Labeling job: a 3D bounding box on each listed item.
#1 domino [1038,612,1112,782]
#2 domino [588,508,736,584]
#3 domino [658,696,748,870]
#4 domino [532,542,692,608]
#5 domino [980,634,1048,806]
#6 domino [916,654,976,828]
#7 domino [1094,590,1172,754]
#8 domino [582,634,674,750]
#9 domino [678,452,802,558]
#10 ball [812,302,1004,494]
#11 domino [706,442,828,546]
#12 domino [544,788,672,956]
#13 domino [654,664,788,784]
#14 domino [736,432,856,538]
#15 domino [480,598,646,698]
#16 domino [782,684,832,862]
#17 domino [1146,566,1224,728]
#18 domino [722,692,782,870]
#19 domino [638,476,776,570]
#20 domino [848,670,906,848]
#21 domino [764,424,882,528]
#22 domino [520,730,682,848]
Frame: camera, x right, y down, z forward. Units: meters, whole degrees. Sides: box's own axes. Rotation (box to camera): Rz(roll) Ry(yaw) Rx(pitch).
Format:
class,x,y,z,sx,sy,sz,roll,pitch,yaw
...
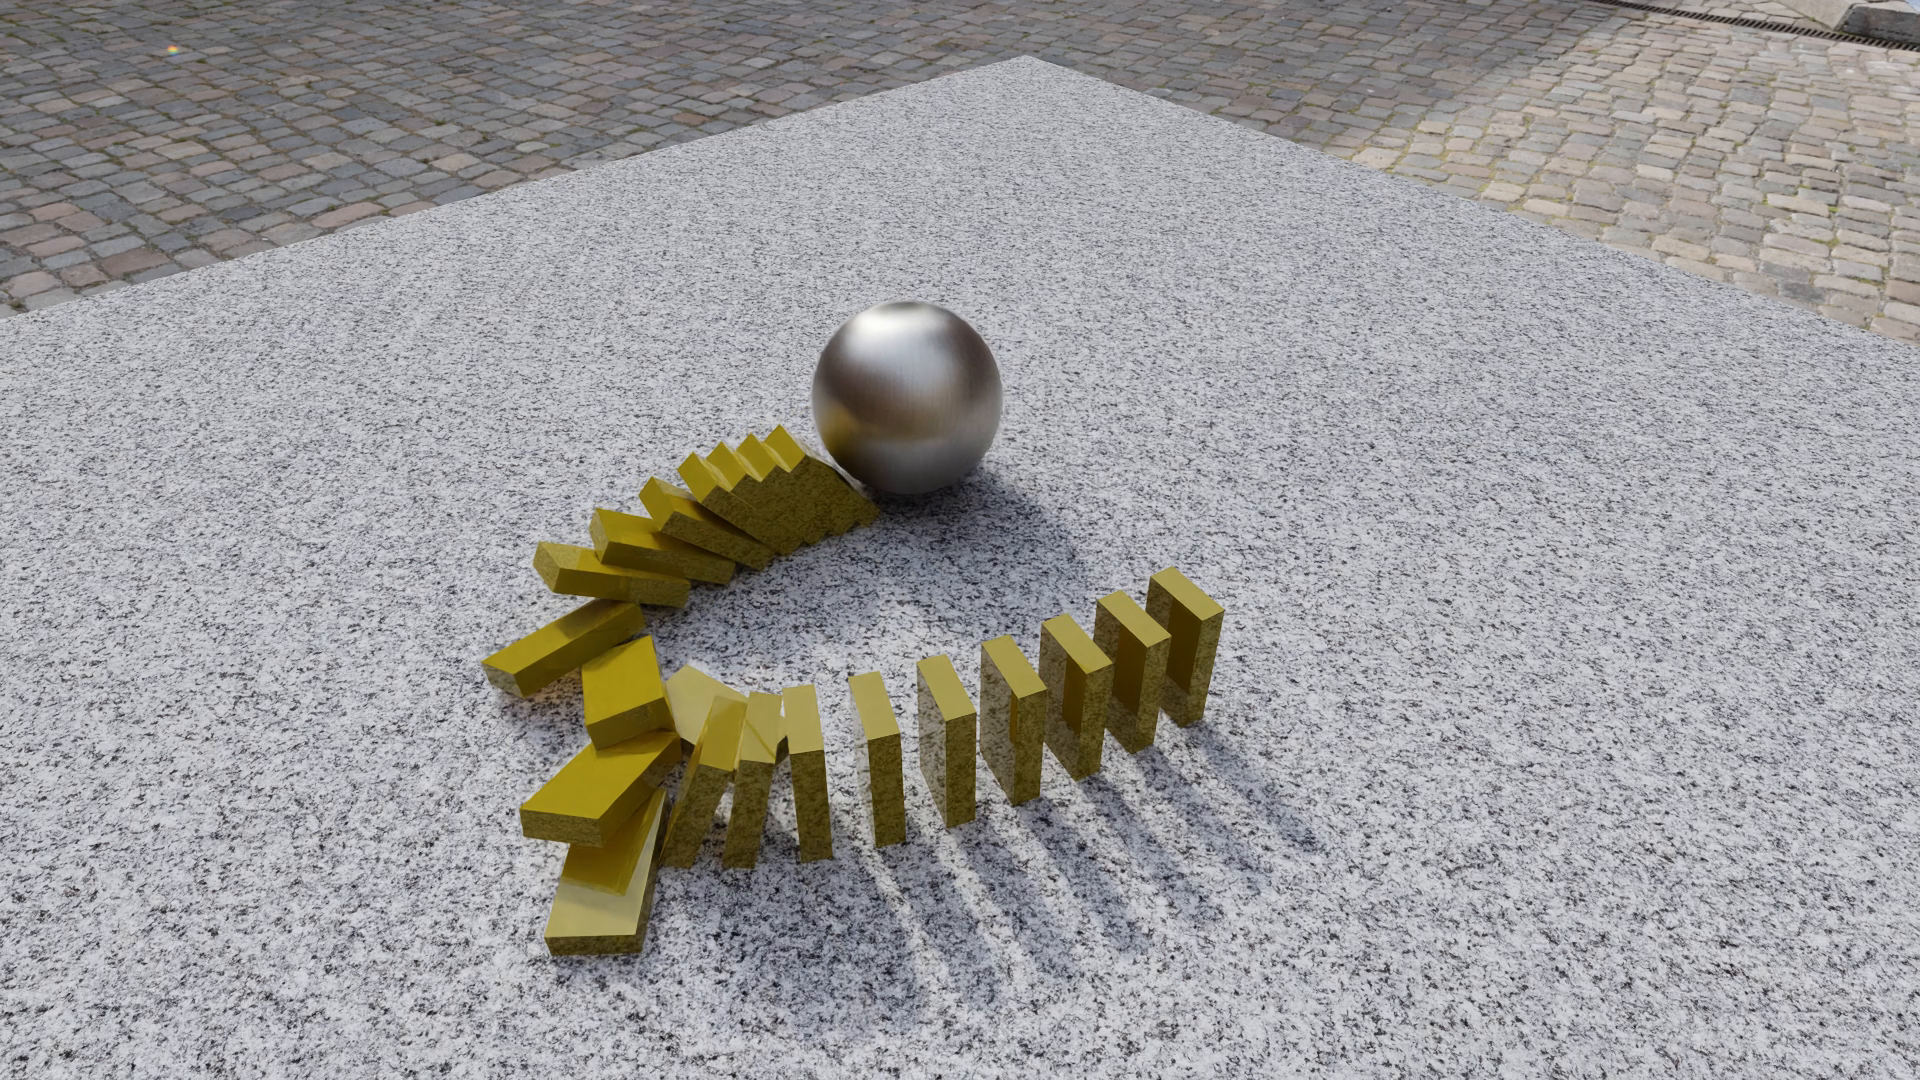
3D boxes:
class,x,y,z,sx,sy,sz,roll,pitch,yaw
domino,0.035,0.050,0.350,0.009,0.050,0.025,-19,43,-22
domino,-0.113,0.003,0.420,0.050,0.010,0.025,13,23,-35
domino,-0.076,0.072,0.324,0.010,0.050,0.025,18,37,-13
domino,-0.128,0.013,0.405,0.050,0.010,0.025,11,15,-41
domino,0.016,0.057,0.342,0.010,0.050,0.025,-16,42,-19
domino,-0.004,0.062,0.336,0.010,0.050,0.025,-14,41,-16
domino,0.054,0.043,0.358,0.010,0.050,0.025,-21,44,-24
domino,-0.112,0.050,0.368,0.025,0.010,0.050,-20,24,-13
domino,-0.086,-0.013,0.432,0.009,0.050,0.025,-47,48,4
ball,-0.022,-0.059,0.460,0.080,0.080,0.080,0,39,0
domino,-0.076,-0.018,0.437,0.010,0.050,0.025,-47,48,4
domino,-0.103,0.097,0.325,0.025,0.010,0.050,-1,39,-1
domino,-0.081,0.062,0.367,0.050,0.010,0.025,23,44,25
domino,-0.065,-0.022,0.441,0.009,0.050,0.025,-47,48,4
domino,-0.140,0.037,0.390,0.025,0.010,0.050,7,31,43
domino,-0.045,0.070,0.326,0.009,0.050,0.025,-6,40,-10
domino,0.073,0.036,0.367,0.010,0.050,0.025,-22,44,-24
domino,-0.061,0.071,0.324,0.010,0.050,0.025,9,38,-10
domino,-0.097,-0.006,0.425,0.050,0.009,0.025,27,15,-47
domino,-0.025,0.066,0.330,0.009,0.050,0.025,-11,41,-13
domino,-0.055,-0.026,0.446,0.009,0.050,0.025,-47,48,4
domino,-0.108,0.074,0.337,0.025,0.009,0.050,4,20,13
